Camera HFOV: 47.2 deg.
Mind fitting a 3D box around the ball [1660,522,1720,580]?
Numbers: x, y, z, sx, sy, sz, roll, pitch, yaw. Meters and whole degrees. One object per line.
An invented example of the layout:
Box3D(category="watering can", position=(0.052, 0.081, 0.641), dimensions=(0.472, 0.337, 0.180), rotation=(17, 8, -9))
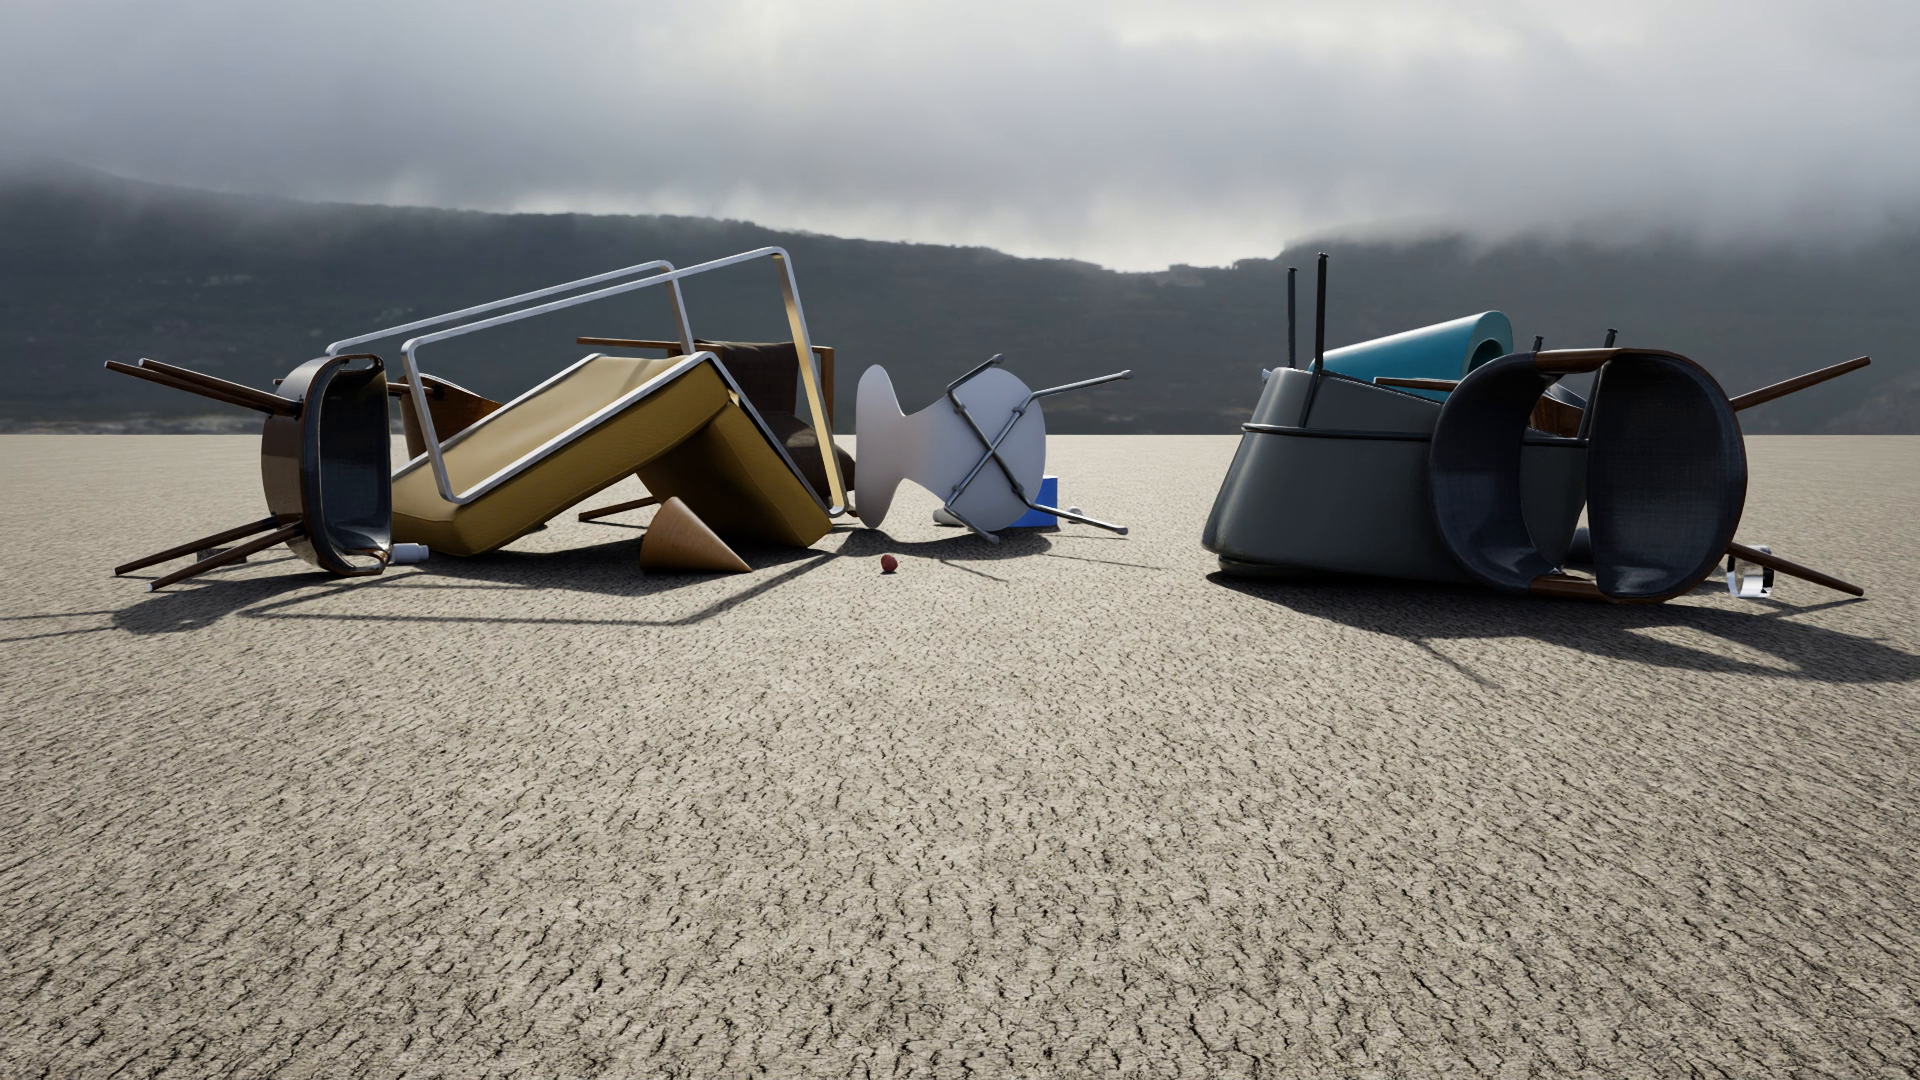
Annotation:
Box3D(category="ball", position=(1.718, 0.026, 5.175), dimensions=(0.137, 0.137, 0.137), rotation=(0, 4, 0))

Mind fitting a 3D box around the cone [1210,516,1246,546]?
Box3D(category="cone", position=(0.758, -0.006, 6.332), dimensions=(0.119, 0.107, 0.067), rotation=(17, 51, 27))

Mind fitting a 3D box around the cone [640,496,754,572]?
Box3D(category="cone", position=(-0.620, 0.032, 5.404), dimensions=(0.256, 0.199, 0.256), rotation=(22, 5, 8))

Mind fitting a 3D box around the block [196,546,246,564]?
Box3D(category="block", position=(-1.907, 0.038, 5.682), dimensions=(0.083, 0.041, 0.091), rotation=(3, 5, 33))

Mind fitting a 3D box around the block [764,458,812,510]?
Box3D(category="block", position=(-0.641, -0.209, 8.205), dimensions=(0.136, 0.189, 0.109), rotation=(-3, 5, -37))

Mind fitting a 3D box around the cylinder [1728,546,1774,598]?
Box3D(category="cylinder", position=(1.704, 0.068, 4.742), dimensions=(0.063, 0.111, 0.113), rotation=(0, -35, 1))

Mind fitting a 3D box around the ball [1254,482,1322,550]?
Box3D(category="ball", position=(0.916, -0.067, 6.137), dimensions=(0.191, 0.191, 0.191), rotation=(0, 4, 0))

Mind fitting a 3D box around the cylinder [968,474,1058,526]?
Box3D(category="cylinder", position=(0.175, -0.132, 7.325), dimensions=(0.298, 0.157, 0.318), rotation=(0, 4, -7))

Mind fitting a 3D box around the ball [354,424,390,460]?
Box3D(category="ball", position=(-3.701, -0.613, 13.836), dimensions=(0.224, 0.224, 0.224), rotation=(0, 4, 0))
